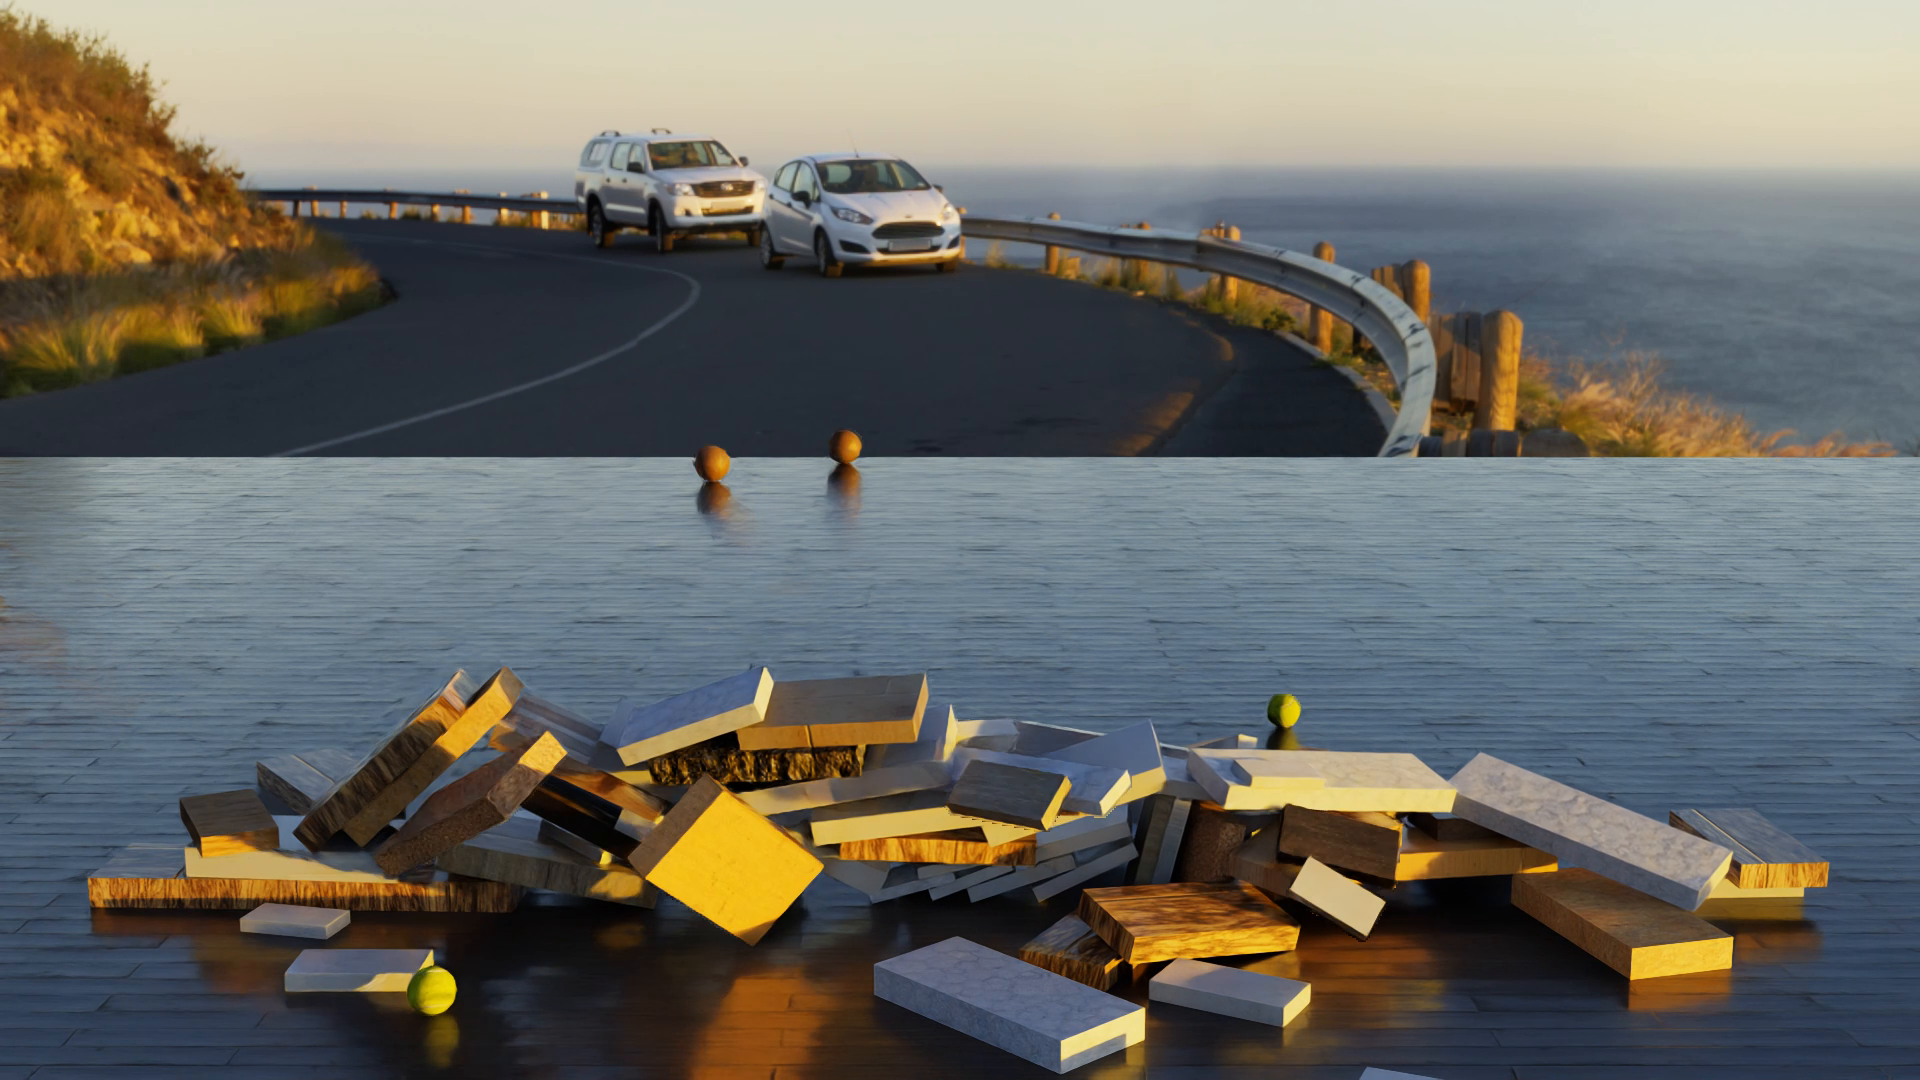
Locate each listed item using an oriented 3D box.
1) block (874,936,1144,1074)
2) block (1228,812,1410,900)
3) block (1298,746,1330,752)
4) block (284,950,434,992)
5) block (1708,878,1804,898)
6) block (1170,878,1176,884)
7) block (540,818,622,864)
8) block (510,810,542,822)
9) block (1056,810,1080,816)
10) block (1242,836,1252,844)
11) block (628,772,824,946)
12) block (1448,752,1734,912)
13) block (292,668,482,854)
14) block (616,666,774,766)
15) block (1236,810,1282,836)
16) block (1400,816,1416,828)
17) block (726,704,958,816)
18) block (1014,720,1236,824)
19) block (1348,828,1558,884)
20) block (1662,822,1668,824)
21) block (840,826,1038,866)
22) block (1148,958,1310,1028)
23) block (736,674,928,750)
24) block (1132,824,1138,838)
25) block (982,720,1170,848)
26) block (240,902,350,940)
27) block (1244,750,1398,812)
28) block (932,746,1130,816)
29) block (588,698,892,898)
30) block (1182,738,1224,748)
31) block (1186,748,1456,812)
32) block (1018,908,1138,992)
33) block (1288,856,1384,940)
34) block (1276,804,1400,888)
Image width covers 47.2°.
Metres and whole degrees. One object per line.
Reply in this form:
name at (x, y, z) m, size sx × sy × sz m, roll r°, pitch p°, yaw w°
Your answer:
block at (0.066, 0.661, 3.155) m, size 0.168 × 0.048 × 0.383 m, roll -10°, pitch 14°, yaw -42°
block at (0.619, 0.467, 3.633) m, size 0.134 × 0.038 × 0.461 m, roll 17°, pitch 26°, yaw 33°
block at (0.641, 0.469, 4.273) m, size 0.061 × 0.017 × 0.446 m, roll 4°, pitch 11°, yaw 21°
block at (-0.900, 0.645, 3.298) m, size 0.196 × 0.028 × 0.098 m, roll 0°, pitch 11°, yaw 0°
block at (1.265, 0.563, 3.712) m, size 0.268 × 0.038 × 0.134 m, roll 0°, pitch 11°, yaw -2°
block at (0.418, 0.590, 3.615) m, size 0.067 × 0.019 × 0.192 m, roll -7°, pitch 13°, yaw -33°
block at (-0.622, 0.498, 3.669) m, size 0.151 × 0.021 × 0.076 m, roll 20°, pitch 12°, yaw 35°
block at (-0.721, 0.521, 3.946) m, size 0.456 × 0.034 × 0.121 m, roll 1°, pitch 11°, yaw 3°
block at (0.106, 0.395, 3.482) m, size 0.185 × 0.026 × 0.093 m, roll 1°, pitch 28°, yaw 16°
block at (0.530, 0.529, 3.820) m, size 0.310 × 0.044 × 0.155 m, roll 0°, pitch 3°, yaw -1°
block at (-0.347, 0.486, 3.316) m, size 0.048 × 0.168 × 0.336 m, roll 38°, pitch -6°, yaw 36°
block at (1.021, 0.474, 3.605) m, size 0.443 × 0.042 × 0.147 m, roll 21°, pitch 32°, yaw 32°
block at (-0.940, 0.361, 3.616) m, size 0.338 × 0.048 × 0.169 m, roll -42°, pitch 10°, yaw 6°
block at (-0.422, 0.281, 3.514) m, size 0.242 × 0.034 × 0.121 m, roll -19°, pitch 23°, yaw 13°
block at (0.592, 0.482, 3.783) m, size 0.253 × 0.036 × 0.126 m, roll -1°, pitch -4°, yaw -16°
block at (0.831, 0.499, 4.024) m, size 0.175 × 0.049 × 0.499 m, roll -3°, pitch 11°, yaw -18°
block at (-0.190, 0.358, 3.548) m, size 0.360 × 0.048 × 0.169 m, roll -10°, pitch 25°, yaw 9°
block at (0.282, 0.422, 3.904) m, size 0.489 × 0.142 × 0.040 m, roll 5°, pitch 1°, yaw 44°
block at (0.739, 0.522, 3.664) m, size 0.474 × 0.044 × 0.155 m, roll -2°, pitch 8°, yaw -9°
block at (1.282, 0.533, 3.893) m, size 0.210 × 0.030 × 0.105 m, roll 3°, pitch 11°, yaw 17°
block at (-0.039, 0.472, 3.624) m, size 0.318 × 0.043 × 0.152 m, roll 3°, pitch 25°, yaw -5°
block at (0.394, 0.660, 3.213) m, size 0.210 × 0.030 × 0.105 m, roll 6°, pitch 12°, yaw 29°
block at (-0.201, 0.273, 3.501) m, size 0.284 × 0.040 × 0.142 m, roll -4°, pitch 26°, yaw 10°
block at (0.297, 0.527, 3.959) m, size 0.061 × 0.017 × 0.122 m, roll -3°, pitch 11°, yaw -16°
block at (0.181, 0.395, 3.582) m, size 0.304 × 0.043 × 0.152 m, roll -19°, pitch 24°, yaw 6°
block at (-1.061, 0.608, 3.512) m, size 0.151 × 0.021 × 0.076 m, roll 3°, pitch 11°, yaw 13°
block at (0.642, 0.464, 4.028) m, size 0.349 × 0.049 × 0.175 m, roll -9°, pitch 14°, yaw 5°
block at (0.098, 0.375, 3.447) m, size 0.336 × 0.025 × 0.089 m, roll 5°, pitch 31°, yaw 34°
block at (-0.352, 0.425, 3.644) m, size 0.516 × 0.048 × 0.169 m, roll 26°, pitch 19°, yaw -4°
block at (0.433, 0.451, 4.216) m, size 0.294 × 0.042 × 0.147 m, roll -9°, pitch 22°, yaw -32°
block at (0.593, 0.394, 3.607) m, size 0.427 × 0.040 × 0.142 m, roll 4°, pitch 18°, yaw -22°
block at (0.219, 0.619, 3.403) m, size 0.142 × 0.040 × 0.284 m, roll 6°, pitch 12°, yaw 28°
block at (0.579, 0.551, 3.387) m, size 0.134 × 0.019 × 0.067 m, roll 31°, pitch 62°, yaw 10°
block at (0.596, 0.482, 3.466) m, size 0.185 × 0.026 × 0.093 m, roll 14°, pitch 50°, yaw 3°
